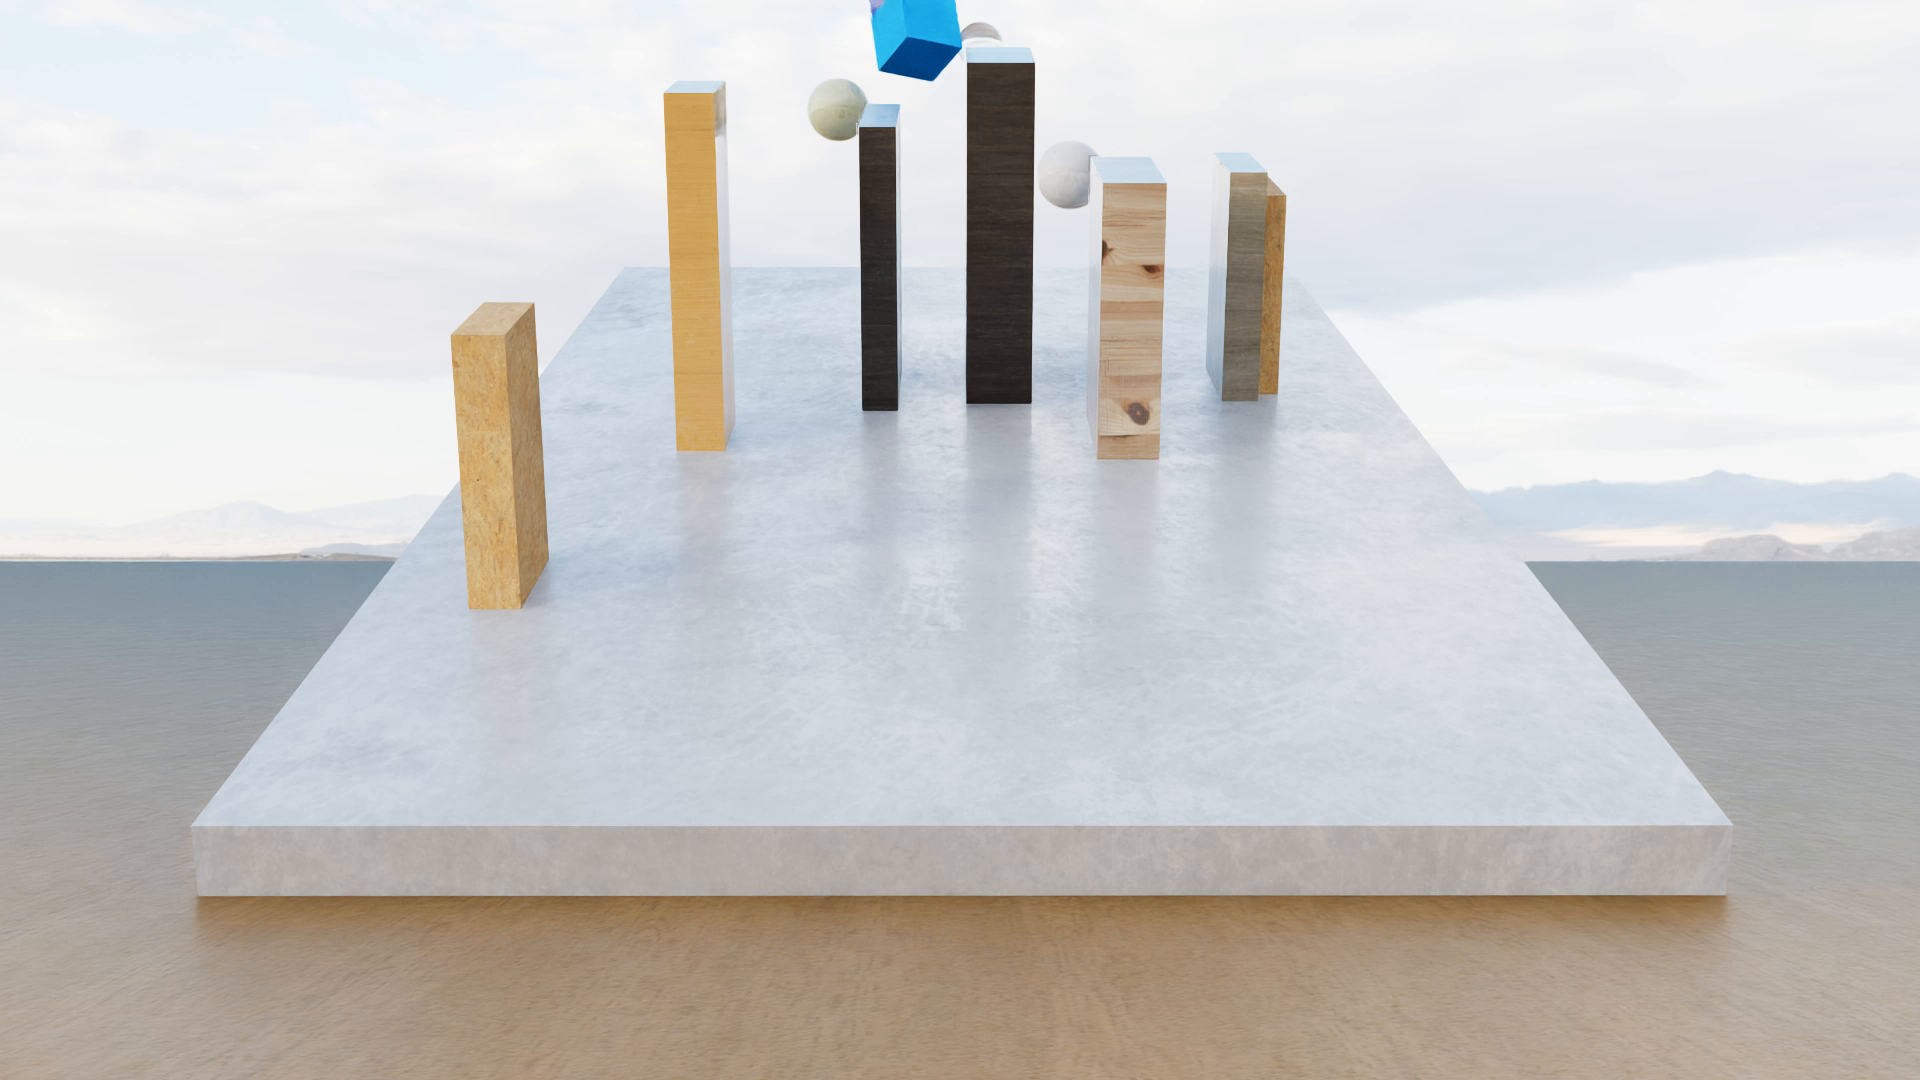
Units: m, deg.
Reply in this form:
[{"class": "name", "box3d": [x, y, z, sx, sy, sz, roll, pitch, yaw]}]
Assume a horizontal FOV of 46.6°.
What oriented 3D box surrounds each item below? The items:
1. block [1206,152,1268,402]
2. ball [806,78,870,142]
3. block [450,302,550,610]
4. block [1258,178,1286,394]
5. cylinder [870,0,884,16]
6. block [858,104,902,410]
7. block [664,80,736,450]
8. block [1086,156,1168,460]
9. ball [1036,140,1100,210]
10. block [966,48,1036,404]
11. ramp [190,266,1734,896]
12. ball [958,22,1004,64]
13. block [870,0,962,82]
[{"class": "block", "box3d": [0.640, -0.616, 5.172, 0.084, 0.521, 0.334, 0, 17, 0]}, {"class": "ball", "box3d": [-0.350, -1.239, 6.413, 0.181, 0.181, 0.181, 0, 0, 0]}, {"class": "block", "box3d": [-0.773, -0.146, 3.760, 0.087, 0.464, 0.269, 0, 17, 0]}, {"class": "block", "box3d": [0.695, -0.616, 5.279, 0.081, 0.459, 0.397, 0, 17, 0]}, {"class": "cylinder", "box3d": [-0.145, -1.617, 6.687, 0.180, 0.180, 0.180, -12, -8, 38]}, {"class": "block", "box3d": [-0.180, -0.658, 5.118, 0.081, 0.631, 0.445, 0, 17, 0]}, {"class": "block", "box3d": [-0.543, -0.576, 4.673, 0.101, 0.740, 0.242, 0, 17, 0]}, {"class": "block", "box3d": [0.348, -0.498, 4.709, 0.128, 0.571, 0.393, 0, 17, 0]}, {"class": "ball", "box3d": [0.320, -1.058, 6.449, 0.201, 0.201, 0.201, 0, 0, 0]}, {"class": "block", "box3d": [0.088, -0.731, 5.134, 0.149, 0.762, 0.384, 0, 17, 0]}, {"class": "ramp", "box3d": [-0.003, -0.178, 4.811, 2.000, 0.100, 4.000, 0, 17, 0]}, {"class": "ball", "box3d": [0.057, -1.431, 6.440, 0.134, 0.134, 0.134, 0, 0, 0]}, {"class": "block", "box3d": [-0.127, -1.466, 6.438, 0.181, 0.181, 0.181, 5, -25, -30]}]
